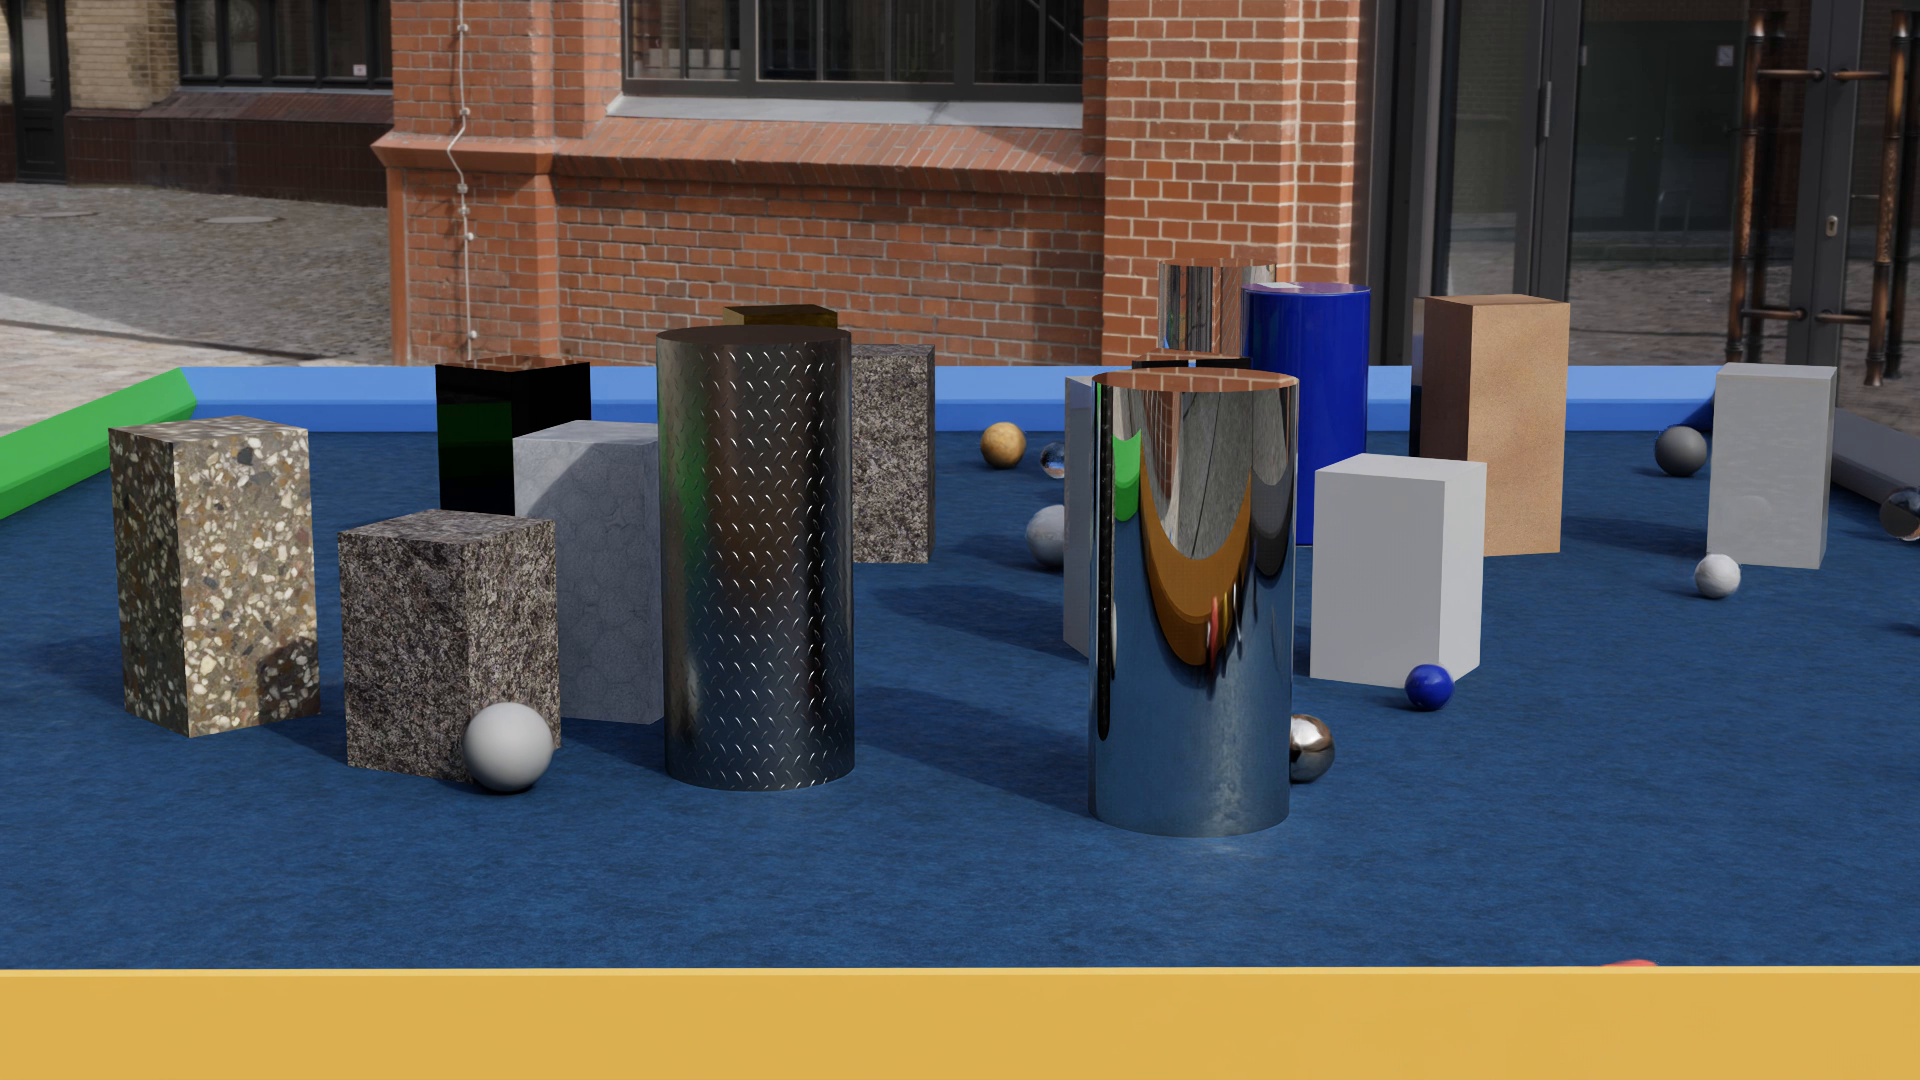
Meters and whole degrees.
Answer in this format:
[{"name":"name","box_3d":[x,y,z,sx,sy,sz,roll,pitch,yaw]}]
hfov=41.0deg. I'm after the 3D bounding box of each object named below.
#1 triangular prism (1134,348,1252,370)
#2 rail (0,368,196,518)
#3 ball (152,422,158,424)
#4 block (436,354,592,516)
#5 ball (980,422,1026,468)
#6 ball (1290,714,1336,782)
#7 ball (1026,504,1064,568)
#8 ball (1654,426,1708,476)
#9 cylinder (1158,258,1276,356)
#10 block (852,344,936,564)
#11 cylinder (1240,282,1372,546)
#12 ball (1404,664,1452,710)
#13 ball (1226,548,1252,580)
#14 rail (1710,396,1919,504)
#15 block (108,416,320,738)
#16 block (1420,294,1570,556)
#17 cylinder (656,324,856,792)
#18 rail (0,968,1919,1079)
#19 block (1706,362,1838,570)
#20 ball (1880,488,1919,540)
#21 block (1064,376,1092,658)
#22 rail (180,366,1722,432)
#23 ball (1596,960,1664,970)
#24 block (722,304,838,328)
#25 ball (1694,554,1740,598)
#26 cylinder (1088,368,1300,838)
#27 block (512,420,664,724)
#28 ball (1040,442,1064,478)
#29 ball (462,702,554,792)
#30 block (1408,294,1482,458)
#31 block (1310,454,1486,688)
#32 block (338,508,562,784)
[{"name":"triangular prism","box_3d":[0.306,-0.103,3.651,0.173,0.326,0.150,-3,11,-13]},{"name":"rail","box_3d":[-1.535,0.035,3.440,0.045,0.130,3.503,0,10,0]},{"name":"ball","box_3d":[-1.492,-0.183,4.781,0.074,0.074,0.074,0,10,0]},{"name":"block","box_3d":[-0.662,-0.118,3.825,0.160,0.293,0.160,8,13,36]},{"name":"ball","box_3d":[0.080,-0.173,4.695,0.084,0.084,0.084,0,10,0]},{"name":"ball","box_3d":[0.352,0.214,2.642,0.070,0.070,0.070,0,10,0]},{"name":"ball","box_3d":[0.142,-0.005,3.764,0.093,0.093,0.093,0,10,0]},{"name":"ball","box_3d":[1.293,-0.160,4.606,0.092,0.092,0.092,0,10,0]},{"name":"cylinder","box_3d":[0.438,-0.276,4.395,0.200,0.397,0.200,0,10,0]},{"name":"block","box_3d":[-0.123,-0.132,3.859,0.160,0.309,0.160,1,10,4]},{"name":"cylinder","box_3d":[0.534,-0.199,3.998,0.200,0.389,0.200,0,10,0]},{"name":"ball","box_3d":[0.536,0.168,2.936,0.054,0.054,0.054,0,10,0]},{"name":"ball","box_3d":[0.395,0.034,3.678,0.047,0.047,0.047,0,10,0]},{"name":"rail","box_3d":[1.535,0.032,3.457,0.045,0.130,3.503,0,10,0]},{"name":"block","box_3d":[-0.841,0.036,2.897,0.160,0.327,0.160,-9,14,-42]},{"name":"block","box_3d":[0.811,-0.177,3.912,0.160,0.378,0.160,-3,11,-16]},{"name":"cylinder","box_3d":[-0.211,0.014,2.665,0.200,0.456,0.200,0,10,0]},{"name":"rail","box_3d":[0.010,0.347,1.750,3.116,0.130,0.045,0,10,0]},{"name":"block","box_3d":[1.214,-0.114,3.836,0.160,0.281,0.160,4,11,22]},{"name":"ball","box_3d":[1.474,-0.041,3.987,0.082,0.082,0.082,0,10,0]},{"name":"block","box_3d":[0.230,-0.028,3.208,0.160,0.341,0.160,-3,11,-15]},{"name":"rail","box_3d":[-0.010,-0.281,5.148,3.116,0.130,0.045,0,10,0]},{"name":"ball","box_3d":[0.482,0.349,1.833,0.098,0.098,0.098,0,10,0]},{"name":"block","box_3d":[-0.305,-0.231,4.359,0.160,0.321,0.160,-3,11,-18]},{"name":"ball","box_3d":[1.049,0.050,3.553,0.062,0.062,0.062,0,10,0]},{"name":"cylinder","box_3d":[0.227,0.056,2.511,0.200,0.429,0.200,0,10,0]},{"name":"block","box_3d":[-0.399,0.033,2.944,0.160,0.316,0.160,3,11,18]},{"name":"ball","box_3d":[0.177,-0.143,4.585,0.067,0.067,0.067,0,10,0]},{"name":"ball","box_3d":[-0.459,0.210,2.604,0.091,0.091,0.091,0,10,0]},{"name":"block","box_3d":[0.865,-0.230,4.289,0.160,0.344,0.160,-4,11,-22]},{"name":"block","box_3d":[0.531,0.036,3.103,0.160,0.252,0.160,6,12,28]},{"name":"block","box_3d":[-0.539,0.108,2.719,0.160,0.250,0.160,5,12,25]}]
